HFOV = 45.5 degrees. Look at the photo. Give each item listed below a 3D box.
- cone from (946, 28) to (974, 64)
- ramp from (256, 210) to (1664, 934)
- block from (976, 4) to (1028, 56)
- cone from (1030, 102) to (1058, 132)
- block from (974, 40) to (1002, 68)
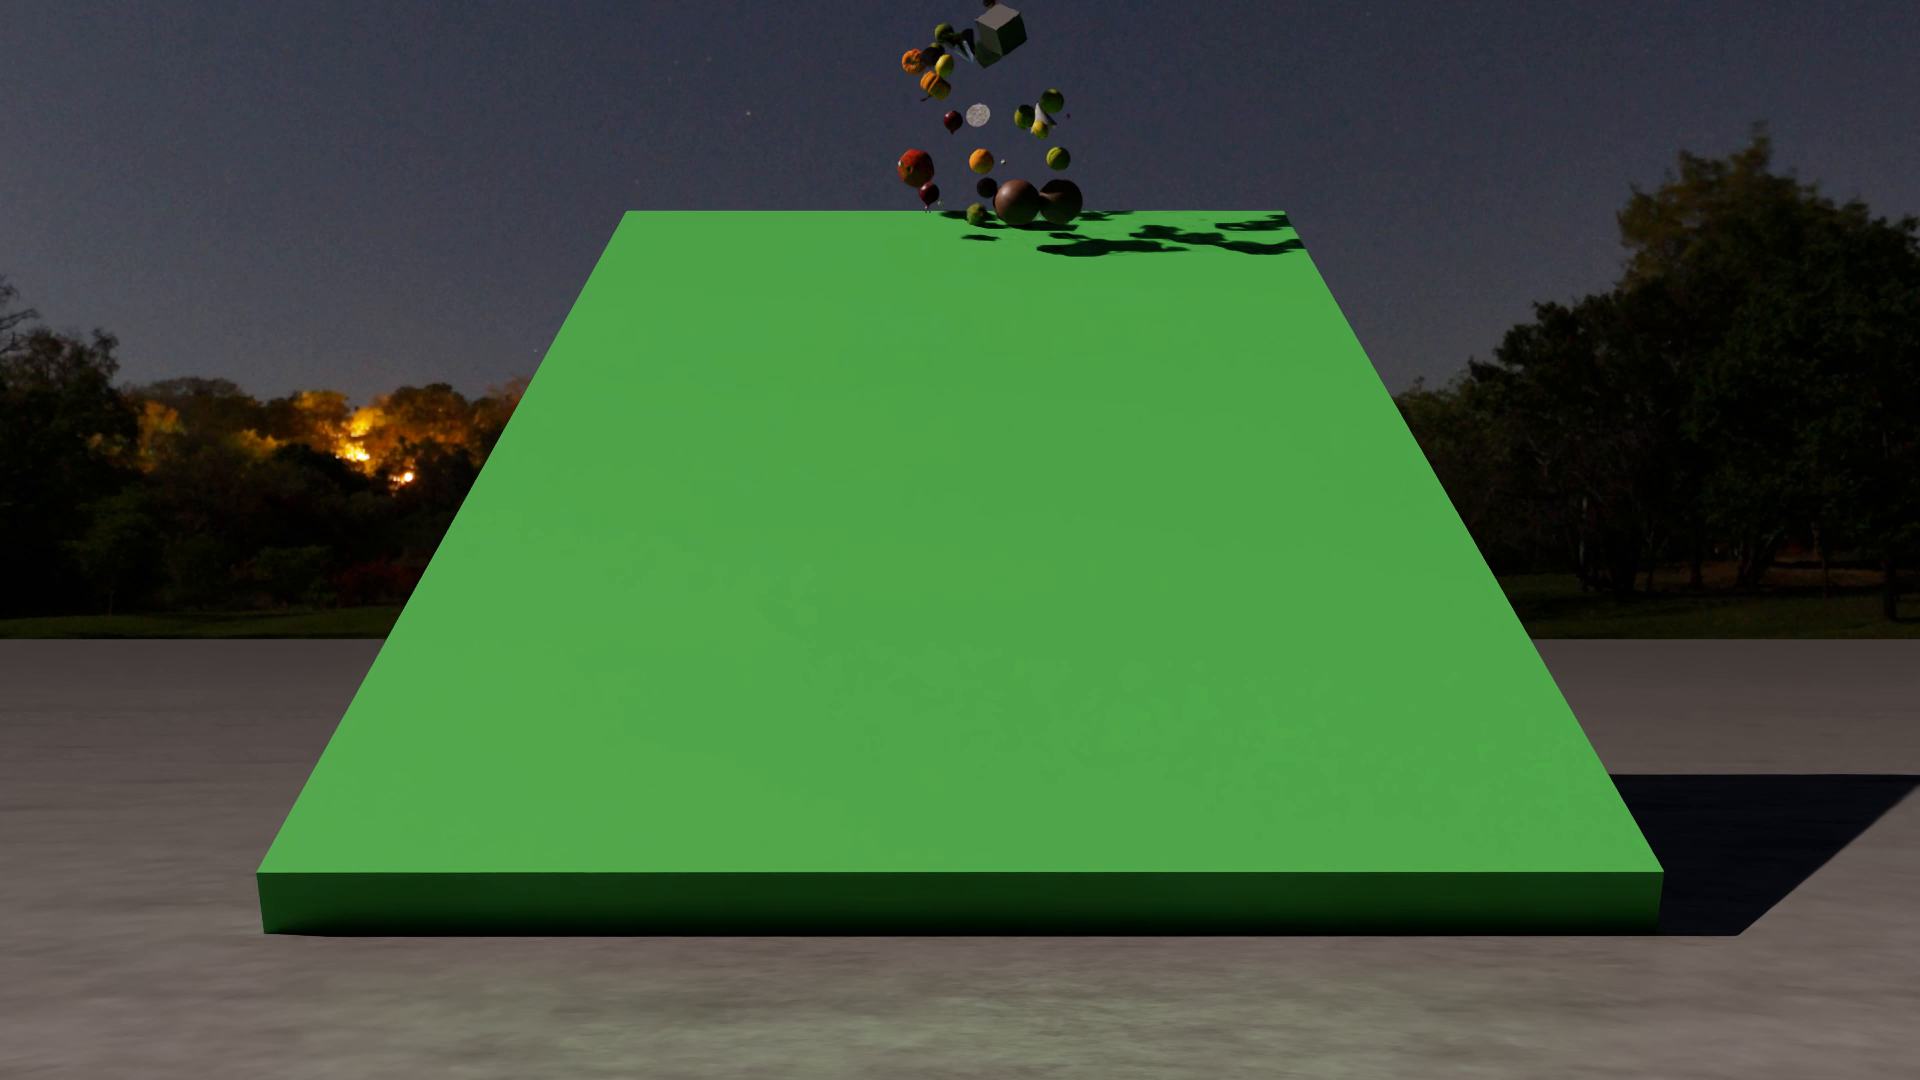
[{"bbox_3d":[0.019,-1.418,6.642,0.094,0.094,0.094,-26,-4,-2],"label":"cone"},{"bbox_3d":[-0.006,-0.219,5.131,2.000,0.100,4.000,0,22,0],"label":"ramp"},{"bbox_3d":[0.119,-1.463,6.571,0.094,0.094,0.094,-39,48,-18],"label":"block"},{"bbox_3d":[0.239,-1.256,6.771,0.084,0.084,0.084,-14,2,0],"label":"cone"},{"bbox_3d":[0.081,-1.424,6.674,0.060,0.060,0.060,-31,-11,-16],"label":"block"}]
